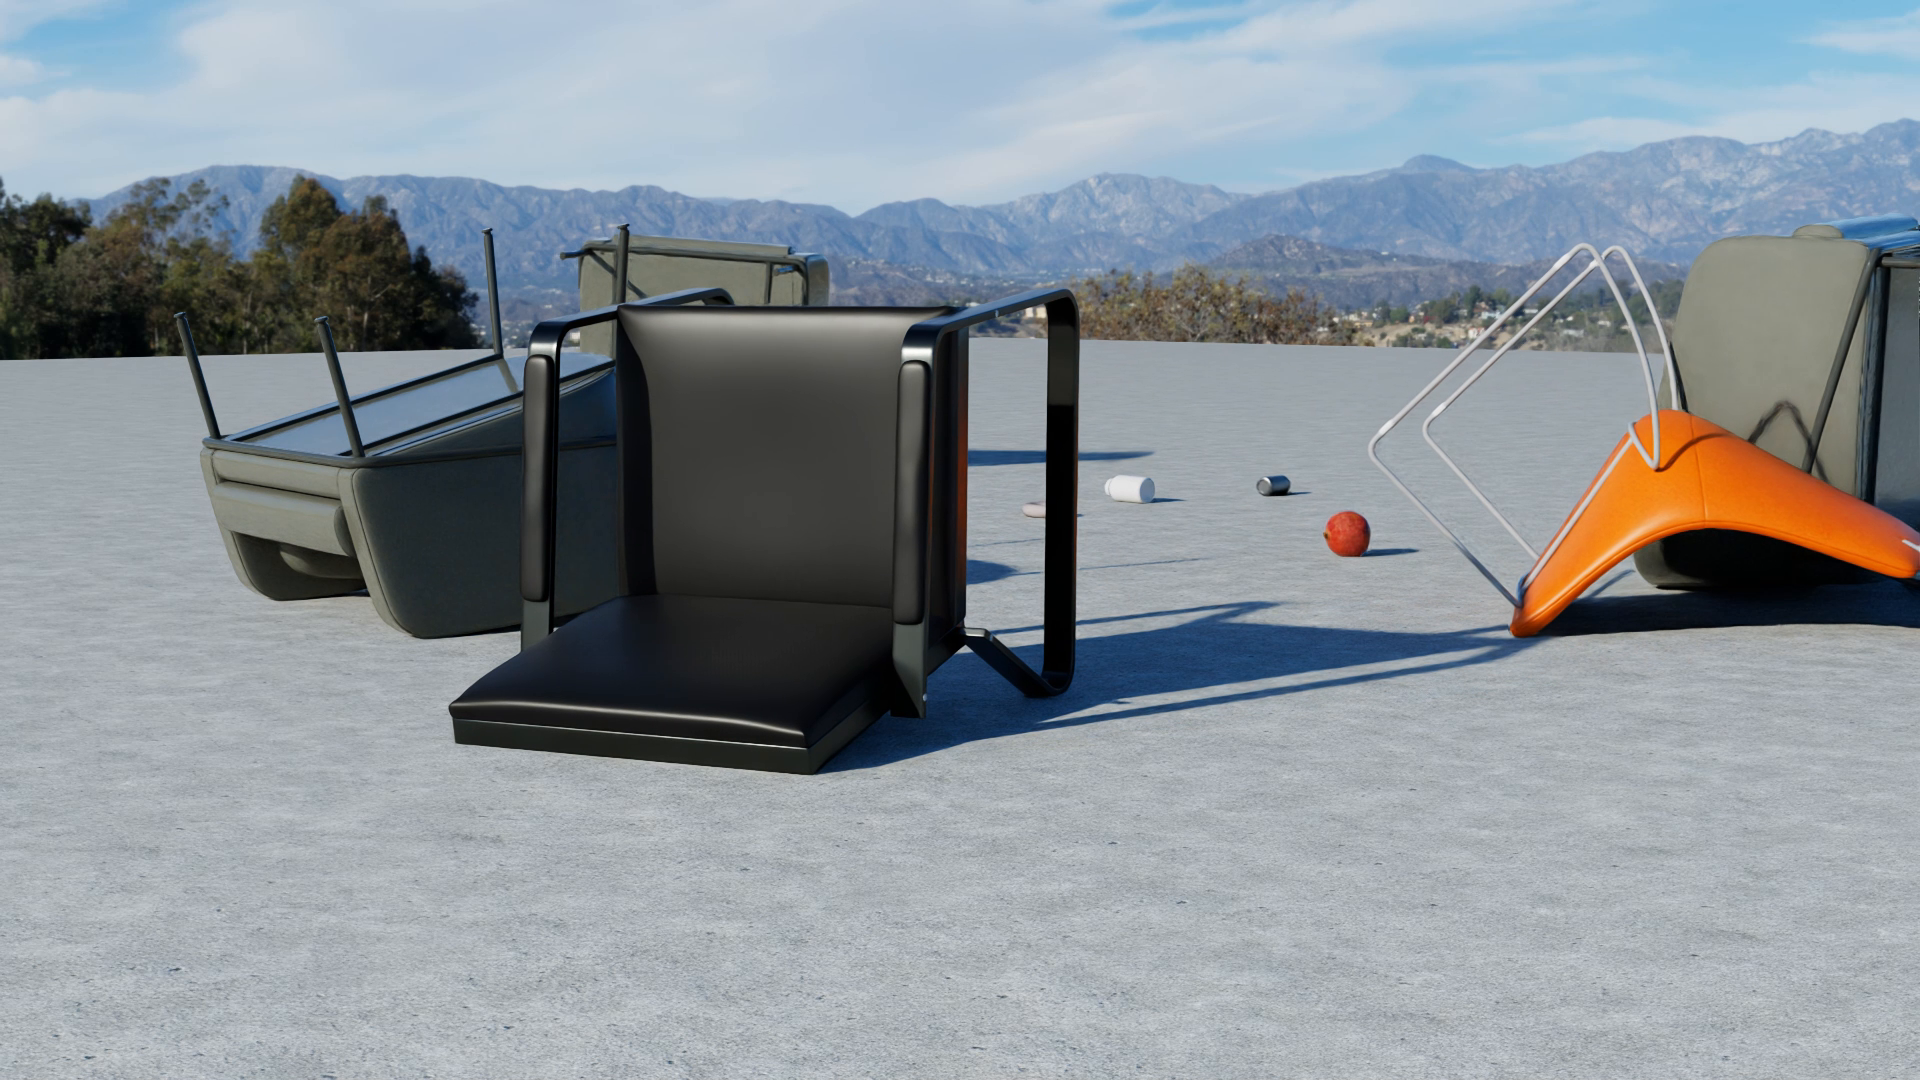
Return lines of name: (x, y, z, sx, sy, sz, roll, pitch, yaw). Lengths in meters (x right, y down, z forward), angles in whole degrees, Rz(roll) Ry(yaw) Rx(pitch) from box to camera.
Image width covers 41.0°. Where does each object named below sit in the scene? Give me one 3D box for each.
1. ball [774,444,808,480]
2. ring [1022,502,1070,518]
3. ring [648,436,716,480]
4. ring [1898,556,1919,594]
ball: (-0.548, -0.253, 8.307, 0.115, 0.115, 0.115, 0, 6, 0)
ring: (0.235, -0.082, 7.036, 0.116, 0.036, 0.150, -6, 9, -36)
ring: (-0.906, -0.265, 8.365, 0.223, 0.126, 0.233, 4, 8, -17)
ring: (2.059, 0.081, 5.230, 0.196, 0.082, 0.345, -4, 8, -23)
